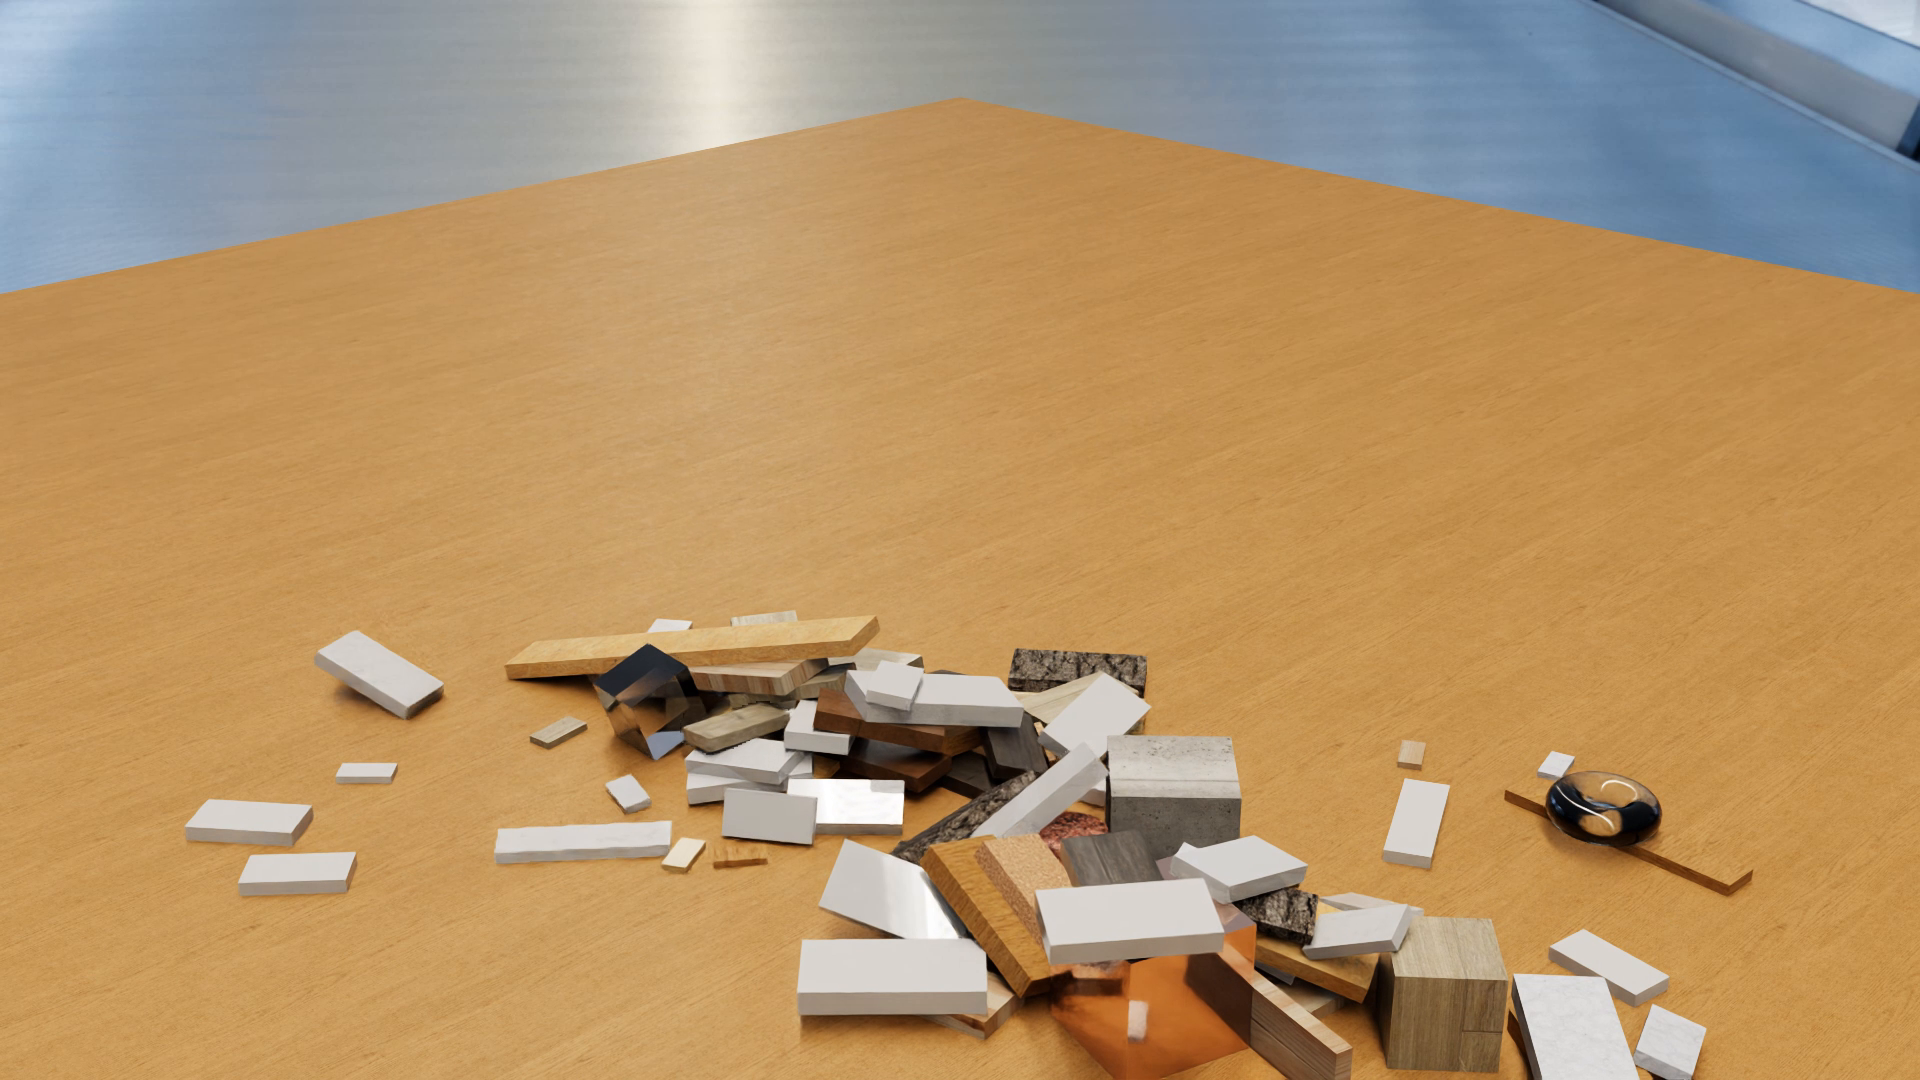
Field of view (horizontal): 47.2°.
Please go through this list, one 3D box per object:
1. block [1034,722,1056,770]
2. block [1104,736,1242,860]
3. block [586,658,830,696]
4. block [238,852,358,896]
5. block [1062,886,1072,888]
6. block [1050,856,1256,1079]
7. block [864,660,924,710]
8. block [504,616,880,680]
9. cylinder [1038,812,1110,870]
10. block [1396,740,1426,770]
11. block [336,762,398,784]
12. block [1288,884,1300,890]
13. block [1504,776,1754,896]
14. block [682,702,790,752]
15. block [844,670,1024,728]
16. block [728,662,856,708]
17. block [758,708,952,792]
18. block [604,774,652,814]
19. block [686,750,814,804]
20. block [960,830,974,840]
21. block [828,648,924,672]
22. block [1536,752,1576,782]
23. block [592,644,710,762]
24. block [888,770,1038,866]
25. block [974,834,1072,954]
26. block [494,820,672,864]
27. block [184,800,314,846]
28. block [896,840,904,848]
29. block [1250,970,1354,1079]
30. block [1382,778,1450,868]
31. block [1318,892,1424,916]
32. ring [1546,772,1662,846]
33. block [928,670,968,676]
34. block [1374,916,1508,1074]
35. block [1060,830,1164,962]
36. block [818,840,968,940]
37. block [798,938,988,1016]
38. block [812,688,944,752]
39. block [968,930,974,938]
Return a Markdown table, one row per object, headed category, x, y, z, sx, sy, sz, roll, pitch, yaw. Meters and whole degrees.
| category | x | y | z | sx | sy | sz | roll | pitch | yaw |
| --- | --- | --- | --- | --- | --- | --- | --- | --- | --- |
| block | 0.180 | 0.437 | 4.616 | 0.015 | 0.051 | 0.103 | -17 | 50 | -6 |
| block | 0.401 | 0.536 | 4.192 | 0.239 | 0.239 | 0.239 | 1 | 23 | 2 |
| block | -0.565 | 0.276 | 4.839 | 0.613 | 0.042 | 0.149 | 0 | 23 | 39 |
| block | -1.268 | 0.640 | 4.216 | 0.202 | 0.029 | 0.101 | -1 | 23 | -3 |
| block | 0.221 | 0.602 | 3.693 | 0.101 | 0.014 | 0.050 | 1 | 23 | 2 |
| block | 0.323 | 0.729 | 3.727 | 0.247 | 0.247 | 0.247 | -12 | 26 | -26 |
| block | -0.133 | 0.297 | 4.512 | 0.092 | 0.026 | 0.184 | 12 | 17 | 4 |
| block | -0.604 | 0.239 | 4.853 | 0.912 | 0.036 | 0.128 | -5 | 20 | 27 |
| cylinder | 0.208 | 0.610 | 4.141 | 0.142 | 0.142 | 0.142 | 0 | 23 | 0 |
| block | 0.958 | 0.456 | 4.667 | 0.050 | 0.014 | 0.100 | 7 | 24 | 15 |
| block | -1.238 | 0.487 | 4.592 | 0.115 | 0.016 | 0.058 | 0 | 23 | 0 |
| block | 0.500 | 0.619 | 3.845 | 0.184 | 0.026 | 0.092 | 12 | 43 | 0 |
| block | 1.317 | 0.581 | 4.358 | 0.089 | 0.025 | 0.501 | -20 | 30 | -39 |
| block | -0.464 | 0.388 | 4.576 | 0.202 | 0.029 | 0.101 | -16 | 20 | -37 |
| block | -0.055 | 0.330 | 4.576 | 0.340 | 0.046 | 0.162 | 4 | 18 | -21 |
| block | -0.356 | 0.311 | 4.702 | 0.258 | 0.031 | 0.109 | -9 | 14 | 22 |
| block | -0.223 | 0.439 | 4.614 | 0.422 | 0.033 | 0.117 | 13 | 26 | 33 |
| block | -0.679 | 0.521 | 4.502 | 0.058 | 0.016 | 0.115 | -20 | 29 | -22 |
| block | -0.429 | 0.477 | 4.522 | 0.256 | 0.036 | 0.128 | -8 | 25 | 0 |
| block | 0.024 | 0.624 | 4.194 | 0.134 | 0.038 | 0.267 | 12 | 18 | 24 |
| block | -0.244 | 0.290 | 4.960 | 0.298 | 0.042 | 0.149 | 5 | 22 | 37 |
| block | 1.252 | 0.476 | 4.620 | 0.050 | 0.014 | 0.100 | 13 | 26 | 28 |
| block | -0.659 | 0.345 | 4.699 | 0.152 | 0.152 | 0.152 | -37 | 39 | -26 |
| block | -0.026 | 0.564 | 4.250 | 0.134 | 0.038 | 0.447 | -31 | -3 | 42 |
| block | 0.157 | 0.646 | 3.933 | 0.140 | 0.040 | 0.280 | -1 | 41 | -44 |
| block | -0.739 | 0.595 | 4.326 | 0.339 | 0.026 | 0.092 | -2 | 23 | -5 |
| block | -1.418 | 0.564 | 4.391 | 0.219 | 0.031 | 0.109 | 3 | 23 | 6 |
| block | -0.074 | 0.614 | 4.294 | 0.105 | 0.015 | 0.053 | 7 | 23 | 15 |
| block | 0.552 | 0.831 | 3.647 | 0.034 | 0.121 | 0.254 | -13 | 26 | -28 |
| block | 0.914 | 0.564 | 4.397 | 0.092 | 0.026 | 0.298 | 7 | 24 | 17 |
| block | 0.755 | 0.680 | 4.041 | 0.089 | 0.025 | 0.177 | -1 | 3 | -37 |
| ring | 1.273 | 0.531 | 4.352 | 0.225 | 0.075 | 0.225 | 1 | 23 | 0 |
| block | -0.055 | 0.330 | 4.862 | 0.117 | 0.033 | 0.234 | 10 | 11 | 31 |
| block | 0.811 | 0.766 | 3.720 | 0.184 | 0.184 | 0.184 | 1 | 23 | 3 |
| block | 0.270 | 0.587 | 3.657 | 0.140 | 0.040 | 0.280 | -5 | 29 | -11 |
| block | -0.109 | 0.653 | 3.992 | 0.265 | 0.038 | 0.133 | 19 | 67 | 7 |
| block | -0.116 | 0.758 | 3.820 | 0.323 | 0.046 | 0.162 | 0 | 23 | -1 |
| block | -0.165 | 0.370 | 4.529 | 0.265 | 0.038 | 0.133 | 12 | 16 | -3 |
| block | 0.147 | 0.720 | 4.021 | 0.241 | 0.034 | 0.121 | 8 | 24 | 17 |
